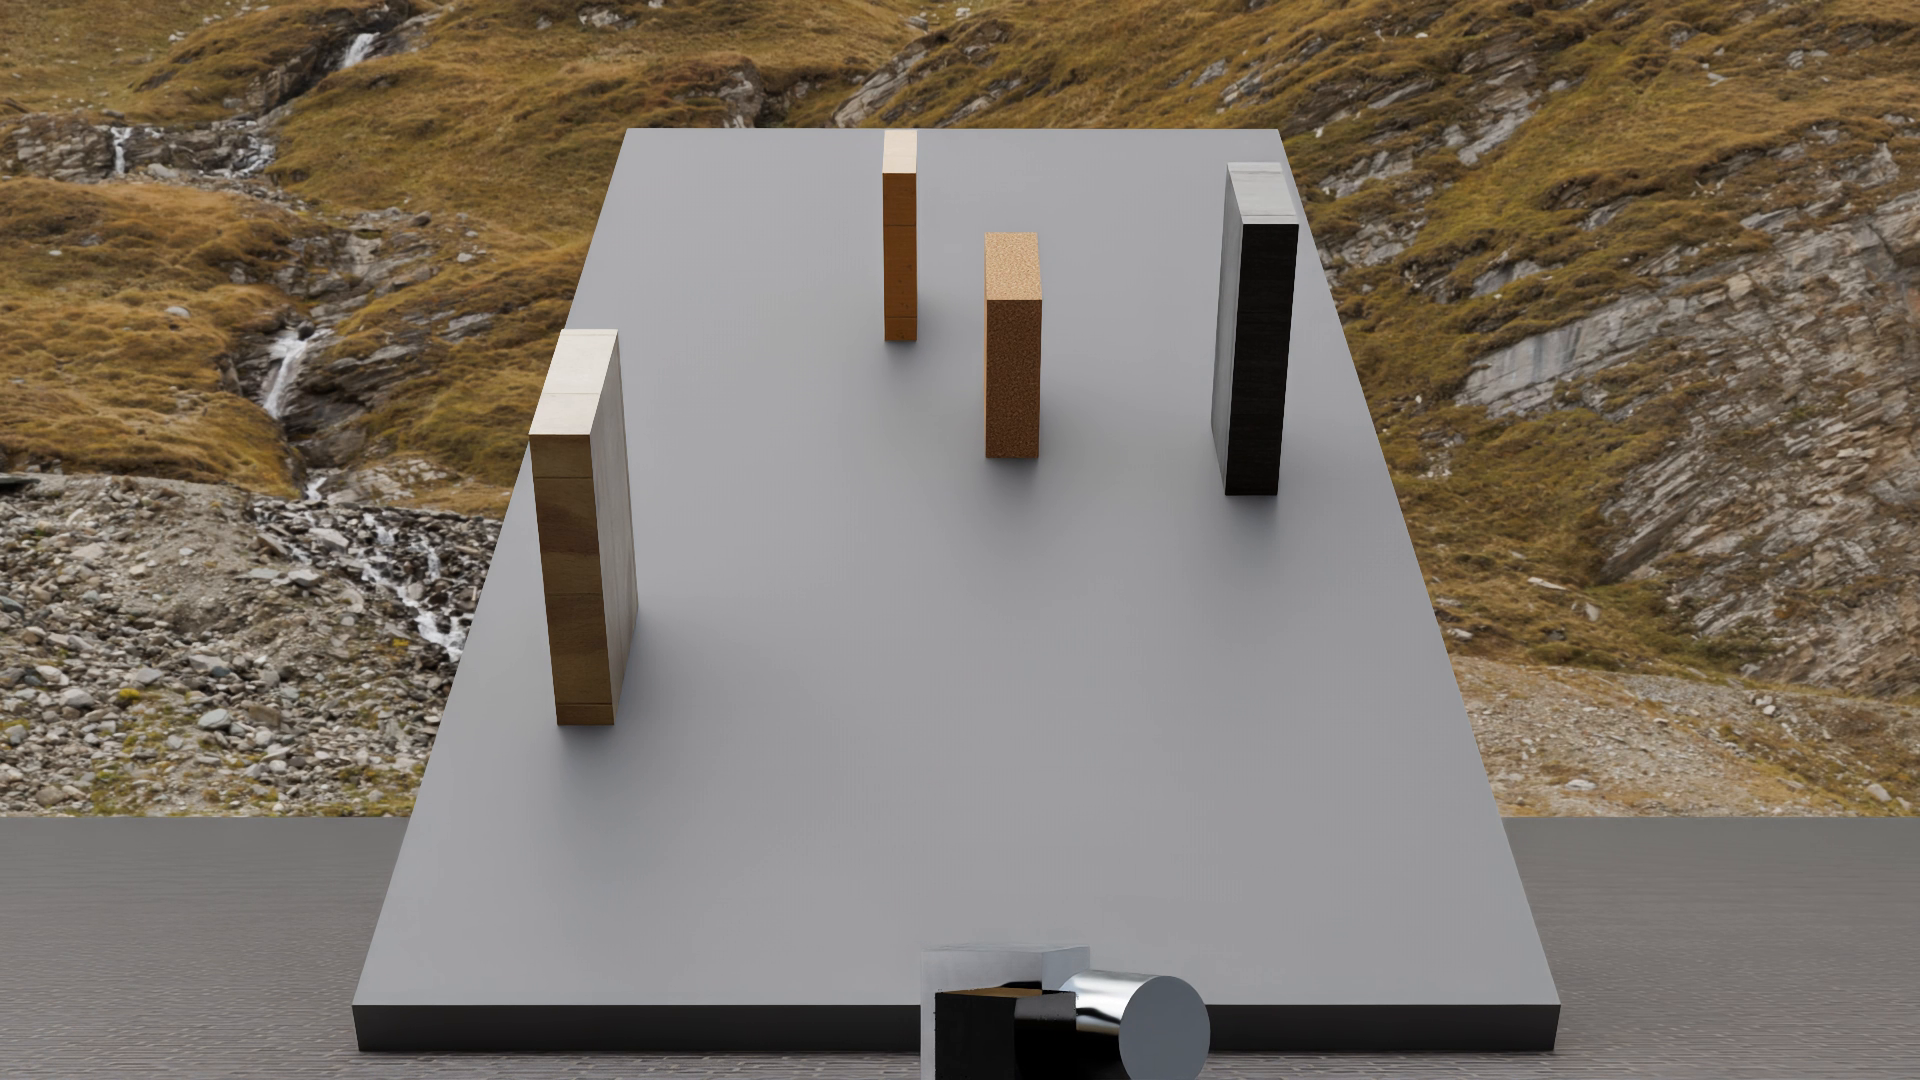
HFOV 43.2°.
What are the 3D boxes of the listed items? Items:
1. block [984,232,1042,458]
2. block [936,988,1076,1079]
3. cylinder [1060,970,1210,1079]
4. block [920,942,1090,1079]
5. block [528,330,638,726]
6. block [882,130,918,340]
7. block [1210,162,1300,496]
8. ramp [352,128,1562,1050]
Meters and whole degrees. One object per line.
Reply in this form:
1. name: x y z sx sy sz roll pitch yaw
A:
1. block: 0.121 -0.460 5.695 0.123 0.403 0.377 0 31 0
2. block: 0.065 0.714 3.438 0.143 0.143 0.143 -5 -8 39
3. cylinder: 0.242 0.707 3.485 0.167 0.167 0.167 4 -8 -34
4. block: 0.070 0.710 3.639 0.194 0.194 0.194 -3 -7 24
5. block: -0.725 -0.027 4.724 0.110 0.638 0.436 0 31 0
6. block: -0.151 -0.777 6.179 0.082 0.454 0.288 0 31 0
7. block: 0.659 -0.475 5.468 0.119 0.662 0.349 0 31 0
8. ramp: -0.014 -0.205 5.756 2.000 0.100 4.000 0 31 0
